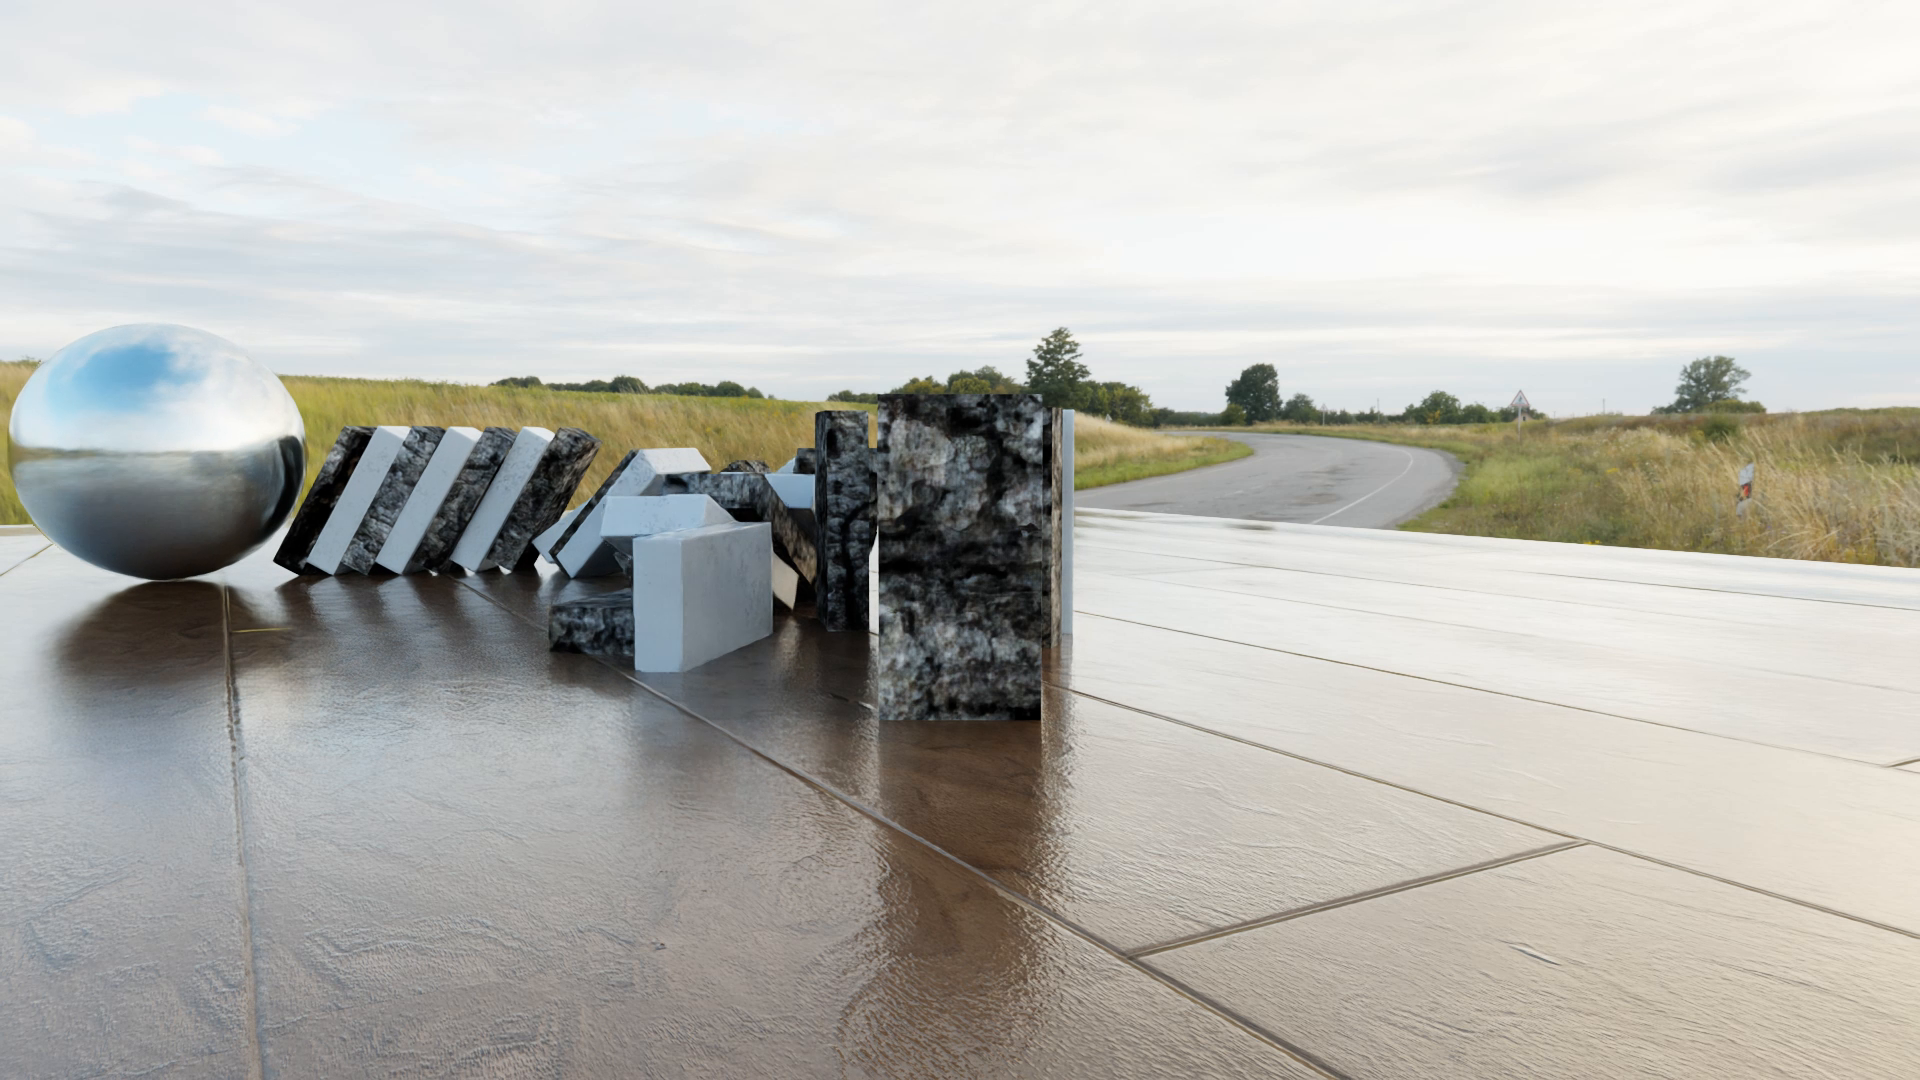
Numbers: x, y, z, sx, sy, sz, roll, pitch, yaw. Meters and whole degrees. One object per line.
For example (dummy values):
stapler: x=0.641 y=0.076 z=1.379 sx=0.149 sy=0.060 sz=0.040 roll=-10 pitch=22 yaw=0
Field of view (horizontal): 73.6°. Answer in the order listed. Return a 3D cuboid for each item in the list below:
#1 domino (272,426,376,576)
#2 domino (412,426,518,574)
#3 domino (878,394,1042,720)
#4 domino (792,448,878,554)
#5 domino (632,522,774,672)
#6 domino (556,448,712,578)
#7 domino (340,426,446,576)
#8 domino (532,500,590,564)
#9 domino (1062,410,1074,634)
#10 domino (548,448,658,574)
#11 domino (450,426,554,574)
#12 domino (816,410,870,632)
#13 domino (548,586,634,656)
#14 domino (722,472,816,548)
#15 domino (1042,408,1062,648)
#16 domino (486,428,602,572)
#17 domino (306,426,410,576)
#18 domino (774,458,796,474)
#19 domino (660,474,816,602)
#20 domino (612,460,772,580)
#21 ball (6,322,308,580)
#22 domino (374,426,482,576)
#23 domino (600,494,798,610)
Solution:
domino: x=-0.206 y=-0.014 z=0.425 sx=0.010 sy=0.050 sz=0.025 roll=29 pitch=2 yaw=-5
domino: x=-0.163 y=-0.014 z=0.430 sx=0.009 sy=0.050 sz=0.025 roll=30 pitch=2 yaw=-5
domino: x=0.000 y=0.002 z=0.201 sx=0.025 sy=0.050 sz=0.009 roll=0 pitch=4 yaw=0
domino: x=-0.036 y=-0.005 z=0.363 sx=0.025 sy=0.009 sz=0.050 roll=-1 pitch=-39 yaw=-19
domino: x=-0.051 y=0.010 z=0.263 sx=0.009 sy=0.025 sz=0.050 roll=1 pitch=4 yaw=11
domino: x=-0.103 y=-0.008 z=0.406 sx=0.050 sy=0.009 sz=0.025 roll=-45 pitch=-17 yaw=25
domino: x=-0.184 y=-0.014 z=0.426 sx=0.009 sy=0.050 sz=0.025 roll=29 pitch=2 yaw=-5
domino: x=-0.122 y=-0.010 z=0.443 sx=0.050 sy=0.010 sz=0.025 roll=-37 pitch=2 yaw=-5
domino: x=0.013 y=-0.004 z=0.290 sx=0.025 sy=0.050 sz=0.009 roll=0 pitch=4 yaw=4
domino: x=-0.110 y=-0.010 z=0.422 sx=0.050 sy=0.010 sz=0.025 roll=-45 pitch=-17 yaw=23
domino: x=-0.152 y=-0.014 z=0.433 sx=0.009 sy=0.050 sz=0.025 roll=30 pitch=3 yaw=-4
domino: x=-0.028 y=-0.005 z=0.303 sx=0.010 sy=0.050 sz=0.025 roll=-1 pitch=4 yaw=-12
domino: x=-0.066 y=0.017 z=0.283 sx=0.025 sy=0.010 sz=0.050 roll=1 pitch=4 yaw=13
domino: x=-0.045 y=-0.001 z=0.340 sx=0.025 sy=0.009 sz=0.050 roll=2 pitch=-28 yaw=10
domino: x=0.008 y=-0.003 z=0.273 sx=0.025 sy=0.050 sz=0.009 roll=1 pitch=4 yaw=17
domino: x=-0.141 y=-0.014 z=0.437 sx=0.010 sy=0.050 sz=0.025 roll=30 pitch=3 yaw=-4
domino: x=-0.195 y=-0.014 z=0.425 sx=0.010 sy=0.050 sz=0.025 roll=29 pitch=2 yaw=-5
domino: x=-0.065 y=-0.007 z=0.405 sx=0.050 sy=0.009 sz=0.025 roll=-36 pitch=-6 yaw=11
domino: x=-0.053 y=0.000 z=0.323 sx=0.025 sy=0.009 sz=0.050 roll=0 pitch=-28 yaw=15
domino: x=-0.083 y=-0.007 z=0.405 sx=0.050 sy=0.010 sz=0.025 roll=-36 pitch=-4 yaw=11
ball: x=-0.248 y=-0.028 z=0.401 sx=0.080 sy=0.080 sz=0.080 roll=0 pitch=4 yaw=0
domino: x=-0.174 y=-0.013 z=0.427 sx=0.010 sy=0.050 sz=0.025 roll=30 pitch=2 yaw=-5
domino: x=-0.060 y=0.004 z=0.305 sx=0.025 sy=0.010 sz=0.050 roll=-1 pitch=-22 yaw=18
